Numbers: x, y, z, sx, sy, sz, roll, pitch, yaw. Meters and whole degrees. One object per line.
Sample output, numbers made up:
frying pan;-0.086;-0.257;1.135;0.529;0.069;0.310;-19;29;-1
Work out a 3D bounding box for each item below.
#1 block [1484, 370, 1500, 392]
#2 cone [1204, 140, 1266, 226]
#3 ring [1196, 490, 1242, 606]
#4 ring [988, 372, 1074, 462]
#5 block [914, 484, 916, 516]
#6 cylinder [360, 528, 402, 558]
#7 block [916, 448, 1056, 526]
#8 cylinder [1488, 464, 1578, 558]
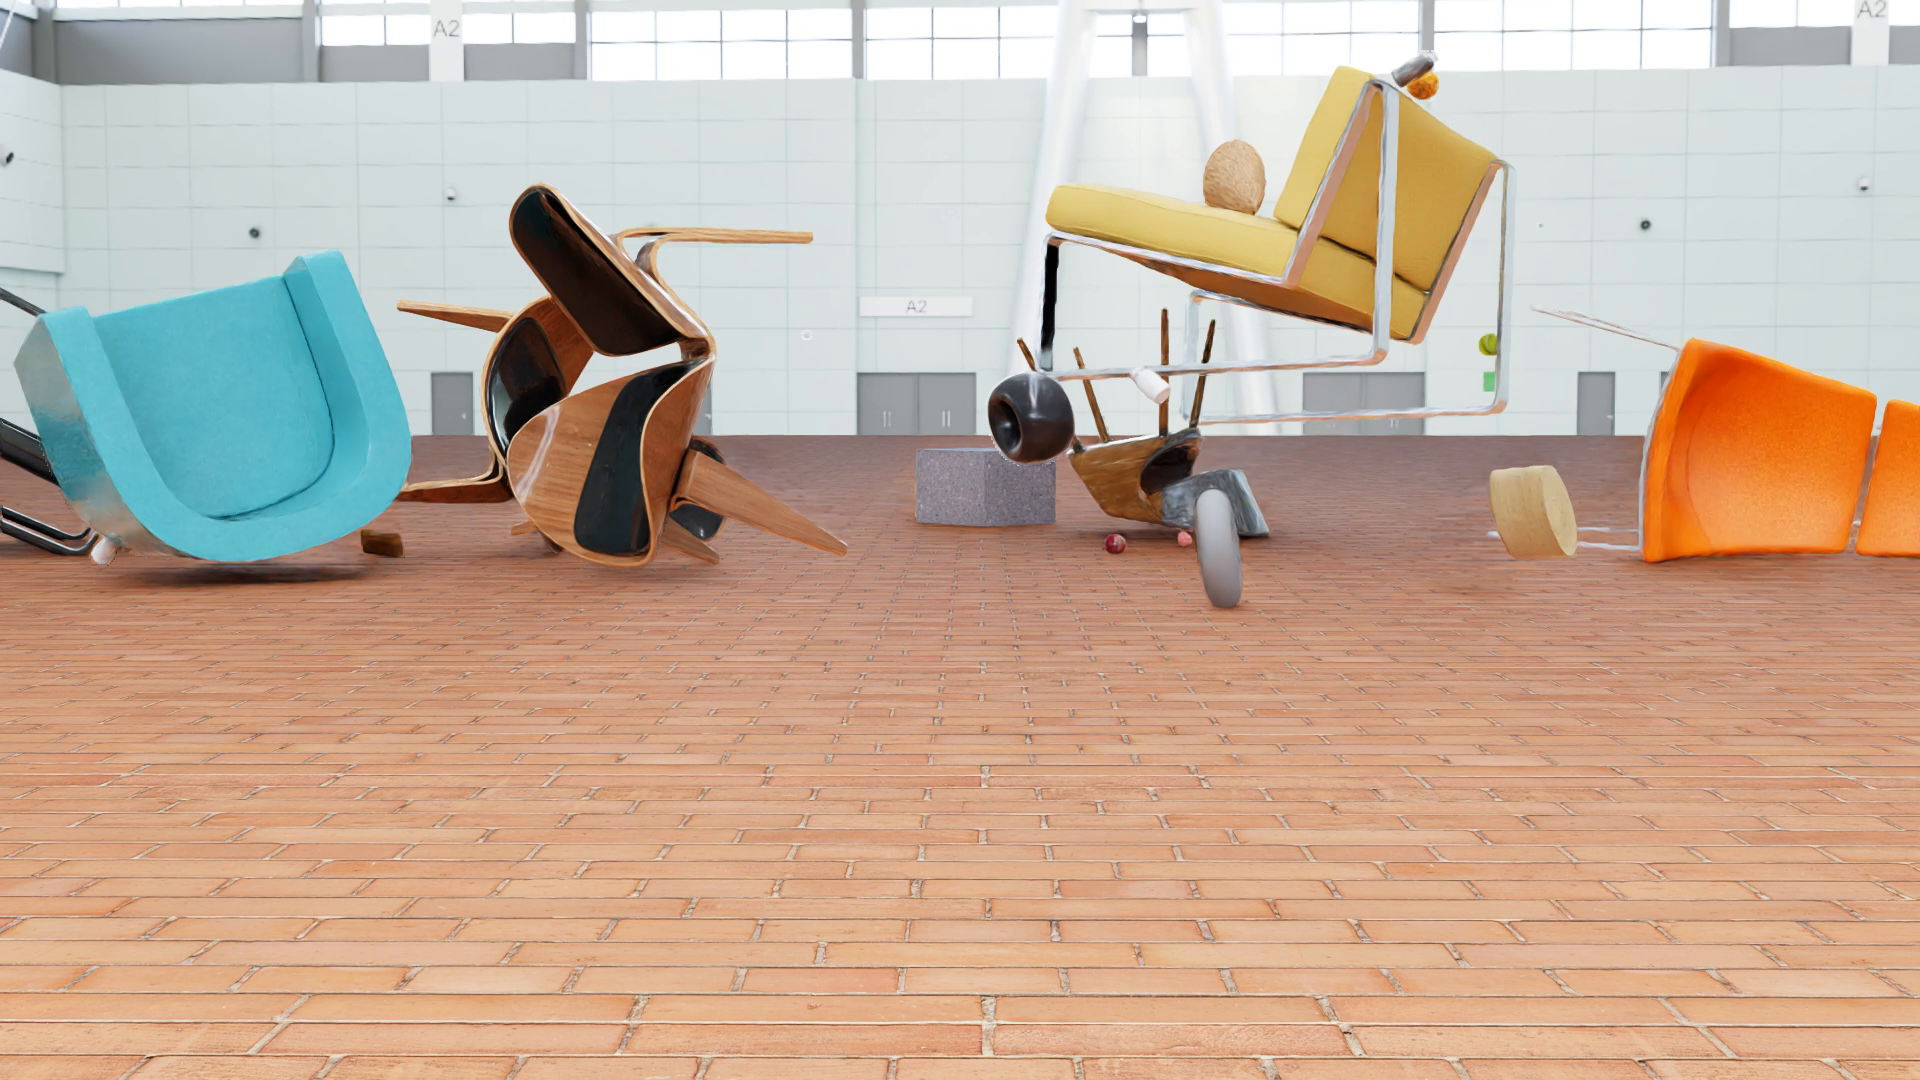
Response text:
block;1.782;-0.532;7.377;0.039;0.068;0.077;3;8;22
cone;0.870;-1.042;6.676;0.201;0.282;0.249;-12;29;-6
ring;0.534;0.018;4.534;0.072;0.271;0.217;-7;43;12
ring;0.205;-0.354;6.368;0.169;0.265;0.311;-17;16;-22
block;-0.040;-0.139;7.735;0.214;0.115;0.112;2;5;31
cylinder;-1.523;0.009;5.790;0.093;0.082;0.043;8;45;10
block;0.086;-0.181;7.399;0.318;0.245;0.347;-3;5;-41
cylinder;1.246;-0.060;4.783;0.083;0.208;0.147;-25;11;-33
